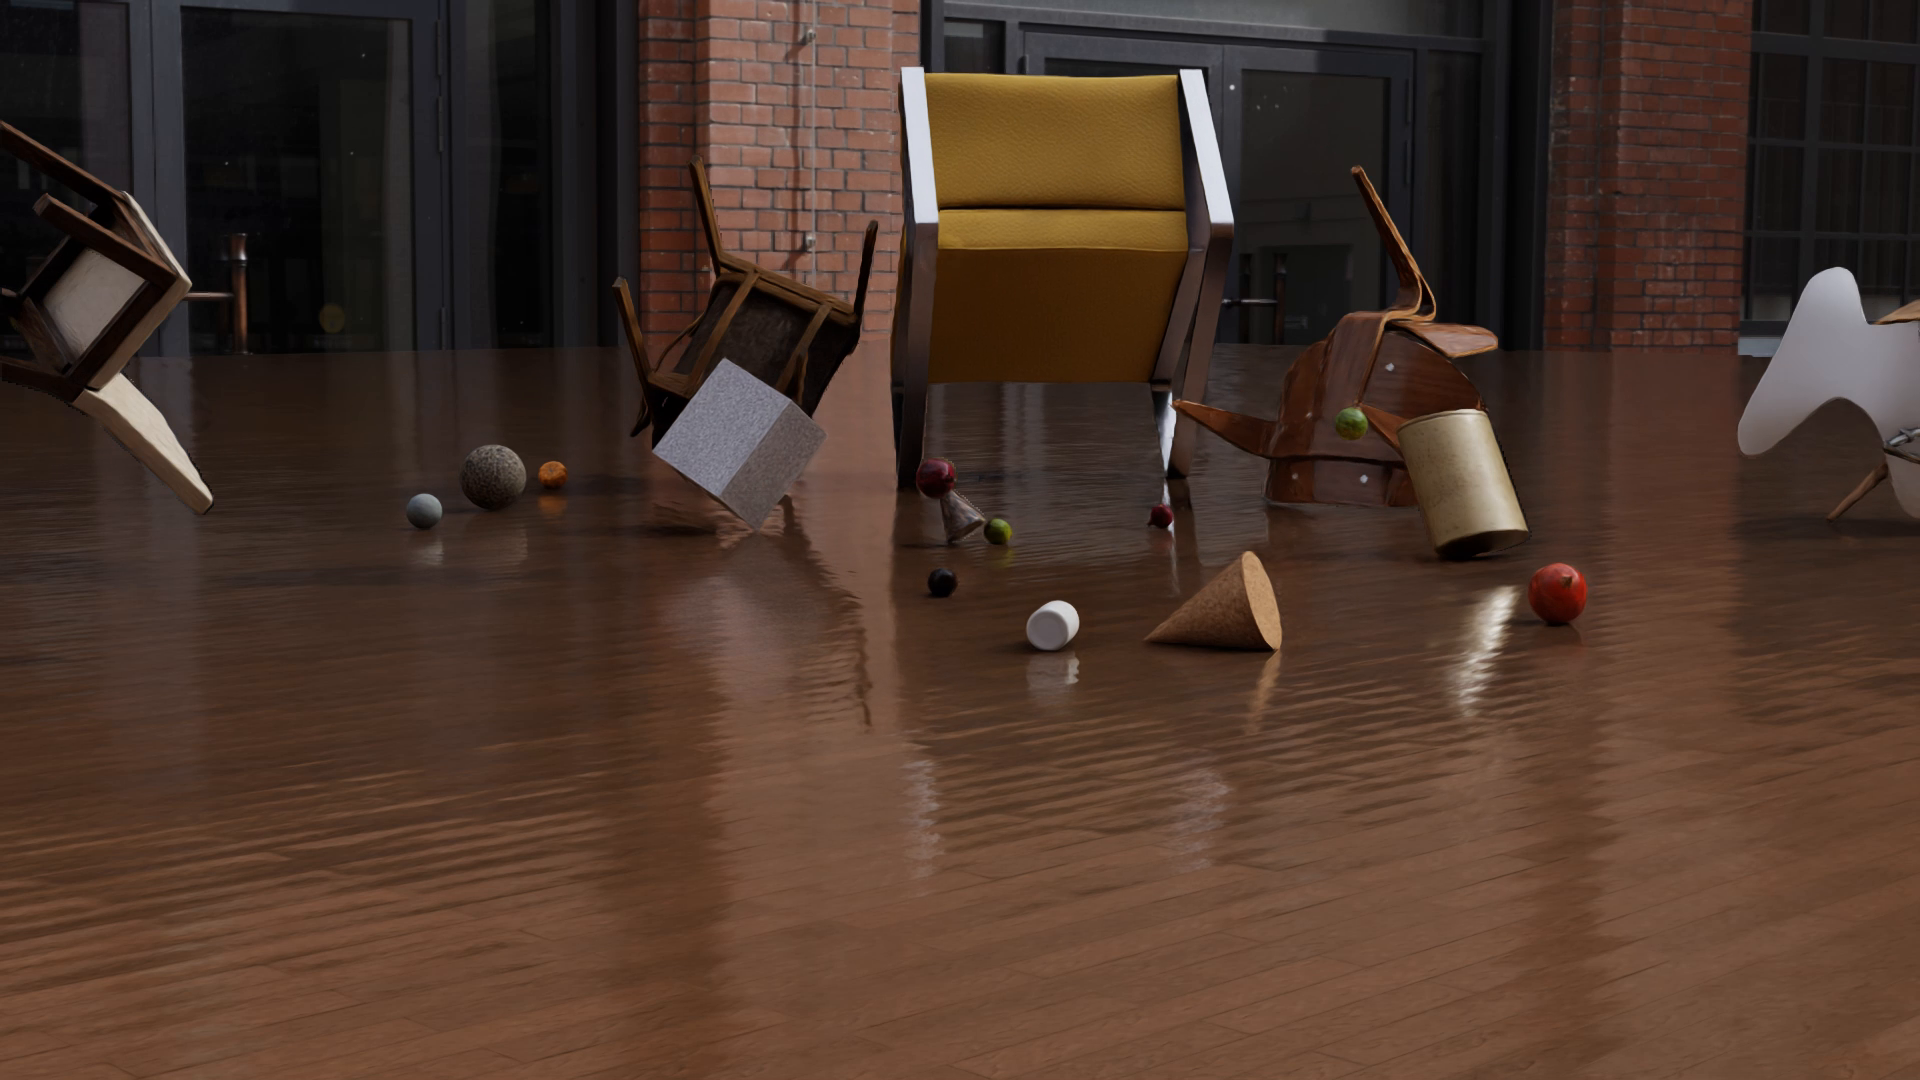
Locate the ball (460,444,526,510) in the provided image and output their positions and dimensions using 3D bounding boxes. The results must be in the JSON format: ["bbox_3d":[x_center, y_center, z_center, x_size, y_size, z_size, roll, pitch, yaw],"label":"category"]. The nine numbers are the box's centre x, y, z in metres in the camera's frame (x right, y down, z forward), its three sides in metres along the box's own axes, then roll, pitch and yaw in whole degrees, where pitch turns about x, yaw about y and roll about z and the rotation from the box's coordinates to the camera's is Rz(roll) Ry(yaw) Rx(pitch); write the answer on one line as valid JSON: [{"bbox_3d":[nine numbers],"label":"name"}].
[{"bbox_3d":[-1.316,-0.177,7.229,0.185,0.185,0.185,0,6,0],"label":"ball"}]

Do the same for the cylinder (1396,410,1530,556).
[{"bbox_3d":[1.183,-0.135,6.044,0.259,0.311,0.148,-5,-21,-28],"label":"cylinder"}]

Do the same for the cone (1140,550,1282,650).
[{"bbox_3d":[0.431,0.144,4.591,0.242,0.190,0.151,-20,-28,23],"label":"cone"}]

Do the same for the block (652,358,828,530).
[{"bbox_3d":[-0.570,-0.250,6.662,0.275,0.311,0.202,33,-7,36],"label":"block"}]

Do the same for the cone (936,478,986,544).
[{"bbox_3d":[-0.023,-0.090,6.294,0.104,0.156,0.167,-28,-7,-17],"label":"cone"}]

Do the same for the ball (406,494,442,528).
[{"bbox_3d":[-1.398,-0.075,6.692,0.092,0.092,0.092,0,6,0],"label":"ball"}]
